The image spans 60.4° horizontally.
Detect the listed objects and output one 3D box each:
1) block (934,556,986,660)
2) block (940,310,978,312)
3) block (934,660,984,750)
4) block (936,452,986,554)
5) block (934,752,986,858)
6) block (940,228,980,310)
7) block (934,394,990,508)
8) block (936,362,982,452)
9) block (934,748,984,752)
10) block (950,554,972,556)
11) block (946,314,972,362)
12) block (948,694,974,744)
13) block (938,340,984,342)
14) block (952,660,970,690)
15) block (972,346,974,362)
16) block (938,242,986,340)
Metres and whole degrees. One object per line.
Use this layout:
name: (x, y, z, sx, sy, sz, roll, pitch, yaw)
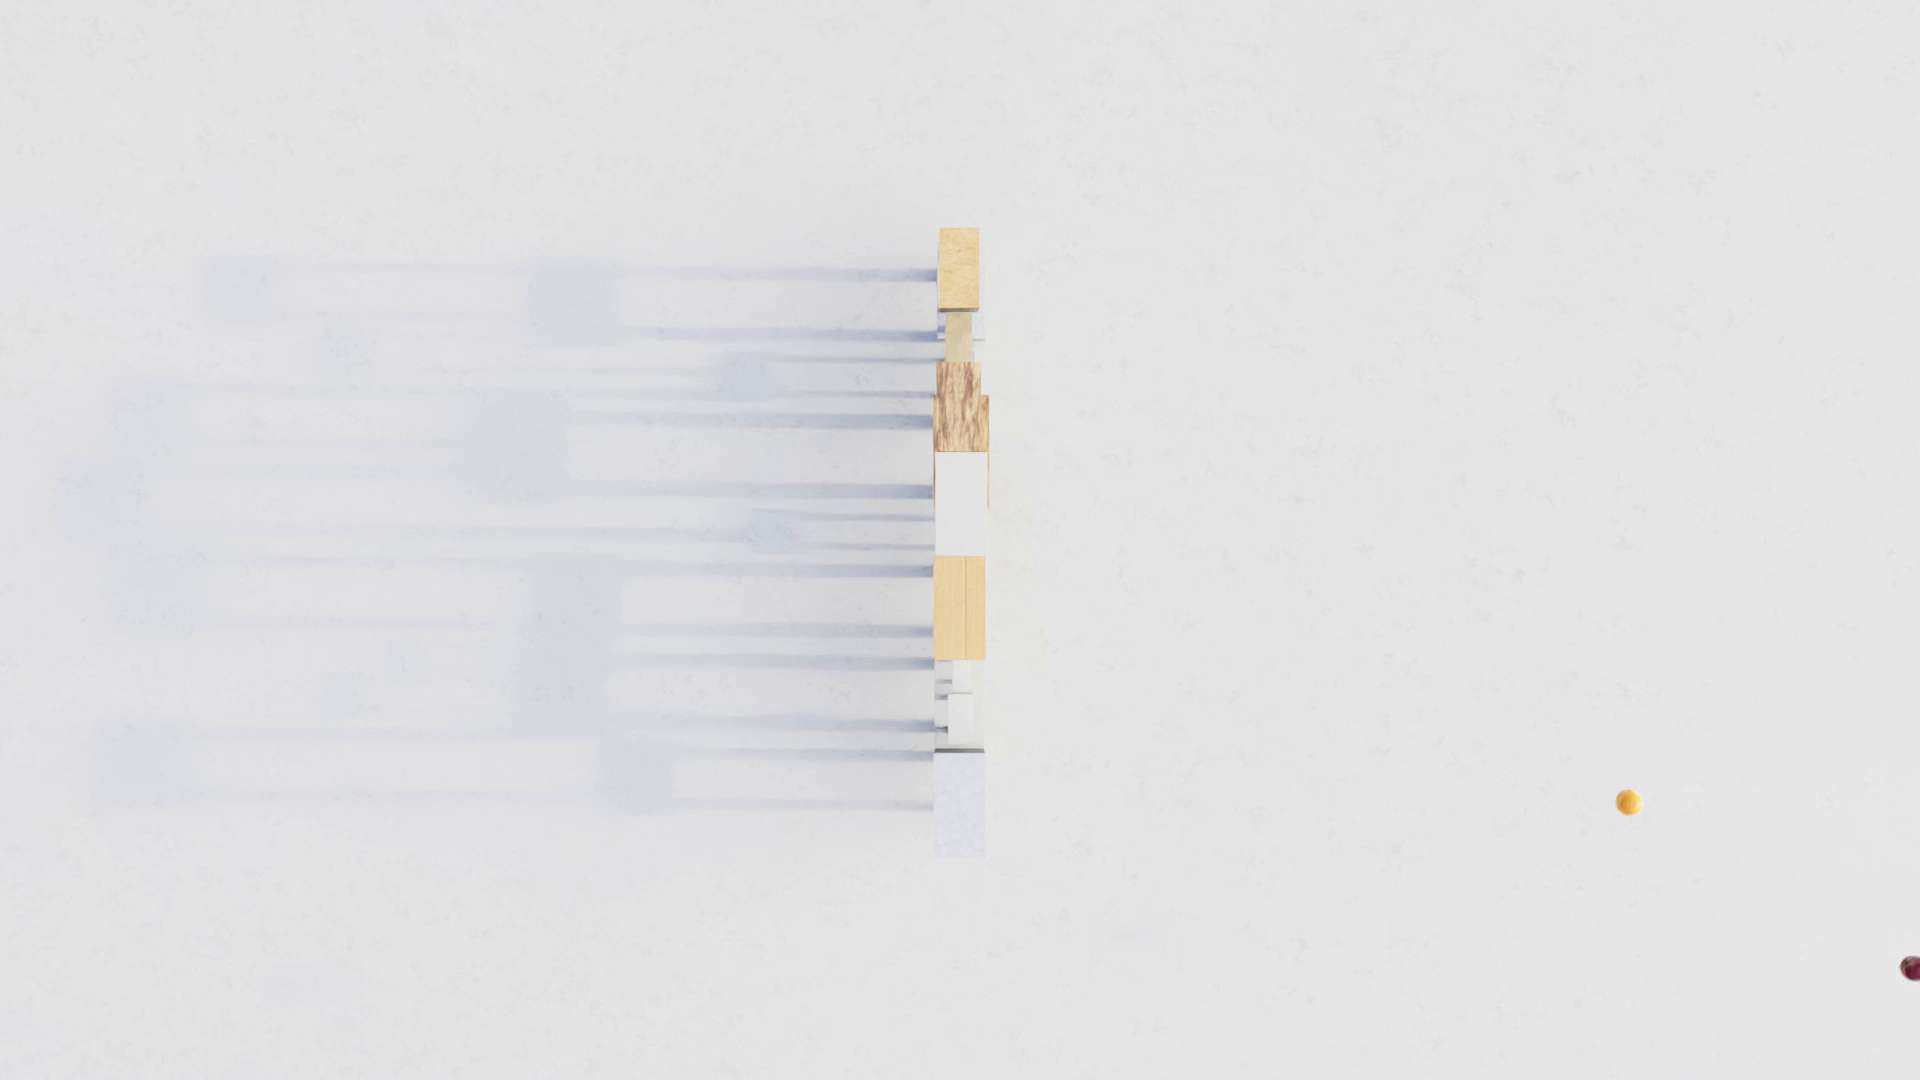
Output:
block: (-0.001, 0.199, 4.832, 0.151, 0.043, 0.302, 0, 90, 0)
block: (-0.002, -0.728, 5.036, 0.118, 0.237, 0.034, 0, 90, 0)
block: (-0.002, 0.518, 5.167, 0.156, 0.044, 0.311, 0, 90, 0)
block: (0.003, -0.105, 4.785, 0.148, 0.042, 0.296, 0, 90, 0)
block: (-0.001, 0.773, 4.819, 0.152, 0.043, 0.304, 0, 90, 0)
block: (-0.002, -0.807, 4.901, 0.118, 0.034, 0.237, 0, 90, 0)
block: (0.004, -0.276, 5.127, 0.174, 0.049, 0.348, 0, 90, 0)
block: (-0.003, -0.388, 4.823, 0.131, 0.037, 0.261, 0, 90, 0)
block: (-0.002, 0.672, 4.992, 0.152, 0.304, 0.043, 0, 90, 0)
block: (0.002, -0.023, 5.343, 0.073, 0.021, 0.147, 0, 90, 0)
block: (-0.003, -0.604, 4.984, 0.080, 0.023, 0.159, 0, 90, 0)
block: (0.002, 0.540, 4.983, 0.076, 0.021, 0.151, 0, 90, 0)
block: (0.004, -0.679, 5.349, 0.151, 0.302, 0.043, 0, 90, 0)
block: (0.003, 0.408, 5.033, 0.052, 0.015, 0.104, 0, 90, 0)
block: (0.004, -0.539, 5.319, 0.085, 0.024, 0.169, 0, 90, 0)
block: (0.004, -0.780, 5.176, 0.151, 0.043, 0.302, 0, 90, 0)
